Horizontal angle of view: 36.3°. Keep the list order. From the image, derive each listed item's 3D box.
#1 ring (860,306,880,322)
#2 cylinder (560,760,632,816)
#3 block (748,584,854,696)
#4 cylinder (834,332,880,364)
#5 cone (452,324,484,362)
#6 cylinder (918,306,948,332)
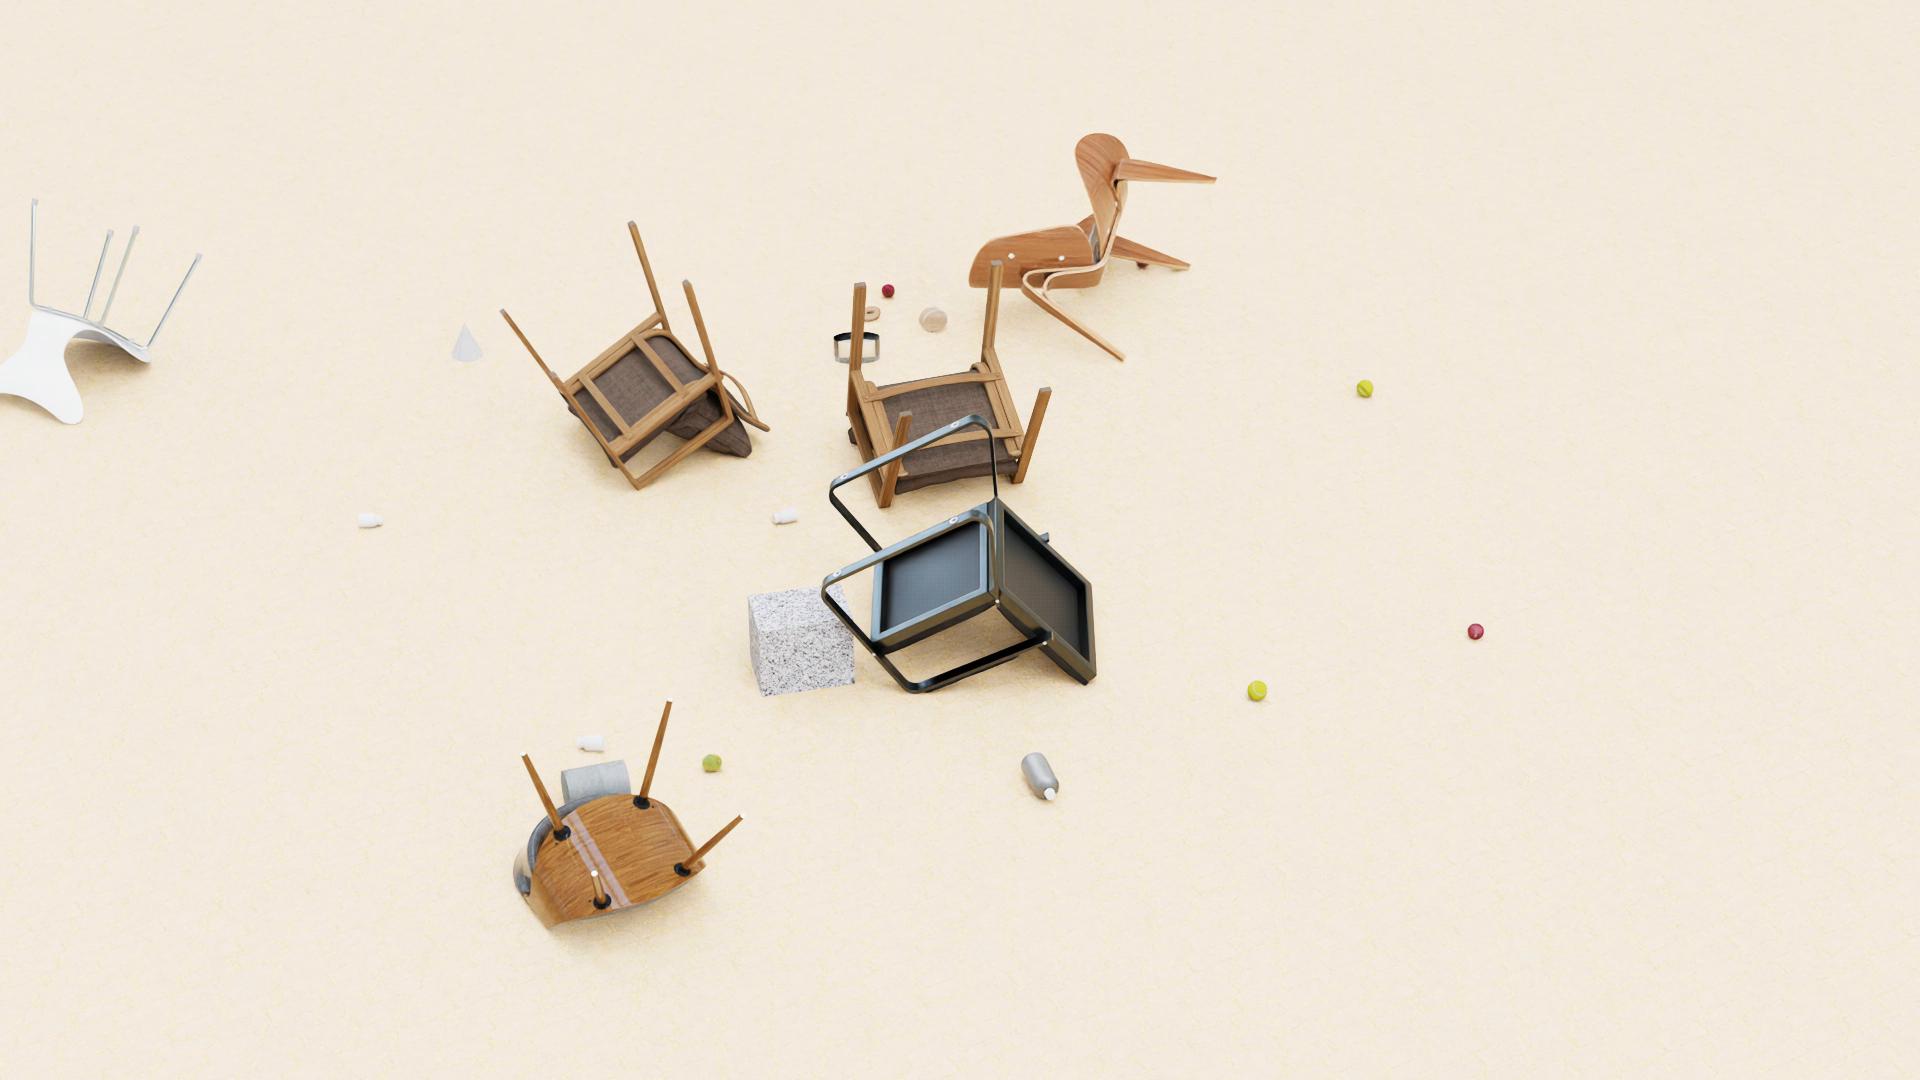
[{"bbox_3d":[-0.379,-0.955,12.373,0.086,0.024,0.116,9,35,15],"label":"ring"},{"bbox_3d":[-1.186,0.808,9.555,0.200,0.153,0.209,-10,-7,-14],"label":"cylinder"},{"bbox_3d":[-0.550,0.346,10.168,0.328,0.276,0.225,-7,34,-11],"label":"block"},{"bbox_3d":[-0.424,-0.790,12.054,0.193,0.099,0.097,-2,33,-3],"label":"cylinder"},{"bbox_3d":[-2.035,-0.831,12.070,0.140,0.148,0.127,26,42,34],"label":"cone"},{"bbox_3d":[-0.111,-0.925,12.258,0.120,0.096,0.044,-1,28,-38],"label":"cylinder"}]
